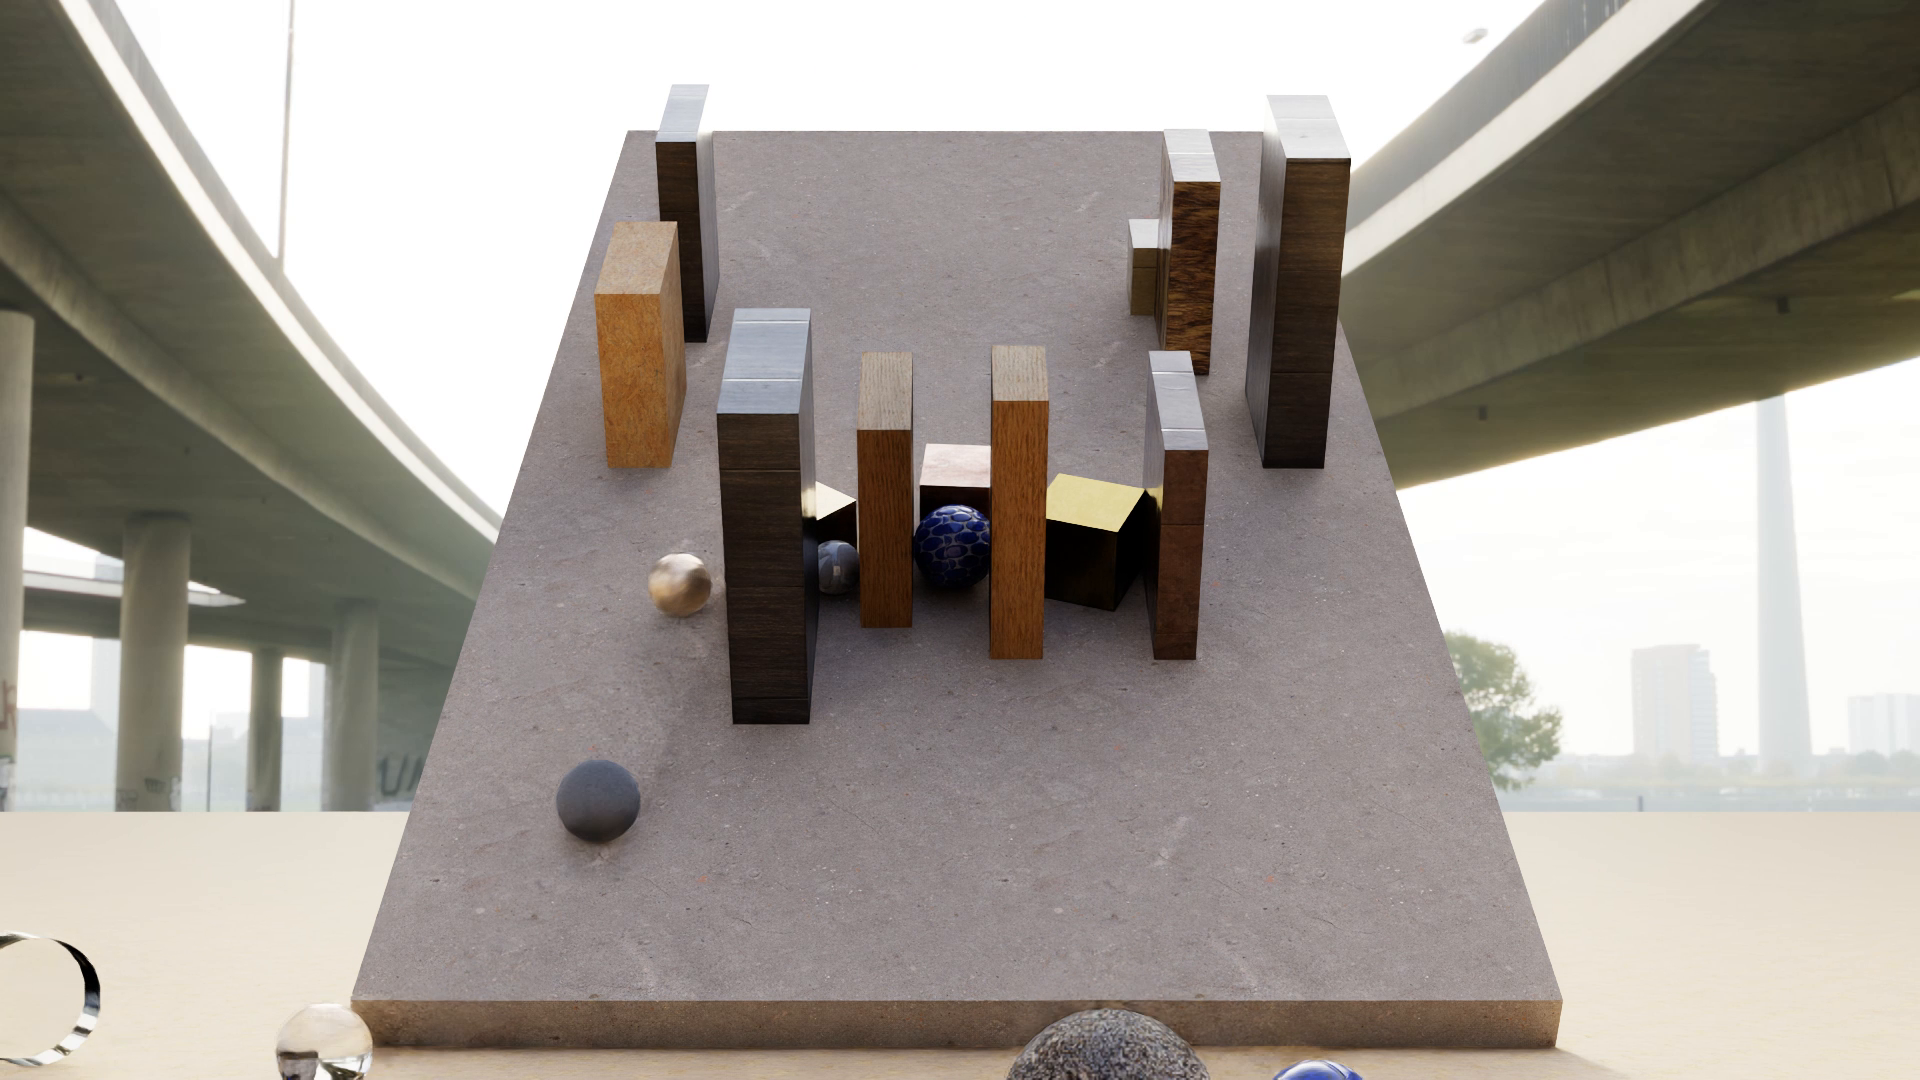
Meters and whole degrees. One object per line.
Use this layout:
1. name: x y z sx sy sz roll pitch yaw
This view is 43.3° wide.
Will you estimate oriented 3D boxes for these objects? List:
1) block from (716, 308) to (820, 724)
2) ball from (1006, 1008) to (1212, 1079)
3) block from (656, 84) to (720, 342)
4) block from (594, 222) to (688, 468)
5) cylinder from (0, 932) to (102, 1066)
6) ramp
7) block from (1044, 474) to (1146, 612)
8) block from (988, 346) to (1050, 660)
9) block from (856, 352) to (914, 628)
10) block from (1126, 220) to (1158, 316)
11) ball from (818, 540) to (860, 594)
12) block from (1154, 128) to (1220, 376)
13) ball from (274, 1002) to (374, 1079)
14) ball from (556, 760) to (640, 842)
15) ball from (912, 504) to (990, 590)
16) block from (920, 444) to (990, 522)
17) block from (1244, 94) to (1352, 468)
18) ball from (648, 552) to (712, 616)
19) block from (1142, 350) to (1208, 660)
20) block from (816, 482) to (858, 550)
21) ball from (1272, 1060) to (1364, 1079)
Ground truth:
1. block: -0.365 -0.048 4.697 0.147 0.675 0.446 0 30 0
2. ball: 0.140 0.546 2.272 0.209 0.209 0.209 0 -6 0
3. block: -0.692 -0.836 6.179 0.099 0.539 0.408 0 30 0
4. block: -0.738 -0.458 5.634 0.144 0.437 0.409 0 30 0
5. cylinder: -1.482 0.724 3.833 0.196 0.196 0.196 4 -7 -31
6. ramp: -0.013 -0.207 5.740 2.000 0.100 4.000 0 30 0
7. block: 0.266 0.004 5.091 0.192 0.192 0.192 11 32 18
8. block: 0.114 -0.072 4.833 0.105 0.584 0.240 0 30 0
9. block: -0.151 -0.106 5.012 0.105 0.460 0.348 0 30 0
10. block: 0.538 -0.714 6.324 0.189 0.189 0.189 0 30 0
11. ball: -0.262 0.057 5.073 0.115 0.115 0.115 0 -6 0
12. block: 0.561 -0.717 6.010 0.110 0.512 0.351 0 30 0
13. ball: -0.871 0.700 3.315 0.131 0.131 0.131 0 -6 0
14. ball: -0.648 0.467 4.336 0.149 0.149 0.149 0 -6 0
15. ball: -0.010 0.014 5.086 0.179 0.179 0.179 0 -6 0
16. block: 0.013 -0.080 5.240 0.185 0.185 0.185 2 30 3
17. block: 0.768 -0.591 5.551 0.140 0.759 0.394 0 30 0
18. ball: -0.579 0.092 4.996 0.131 0.131 0.131 0 -6 0
19. block: 0.433 -0.075 4.943 0.084 0.479 0.433 0 30 0
20. block: -0.324 -0.020 5.174 0.146 0.146 0.146 25 38 35
21. ball: 0.378 0.614 2.545 0.134 0.134 0.134 0 -6 0
